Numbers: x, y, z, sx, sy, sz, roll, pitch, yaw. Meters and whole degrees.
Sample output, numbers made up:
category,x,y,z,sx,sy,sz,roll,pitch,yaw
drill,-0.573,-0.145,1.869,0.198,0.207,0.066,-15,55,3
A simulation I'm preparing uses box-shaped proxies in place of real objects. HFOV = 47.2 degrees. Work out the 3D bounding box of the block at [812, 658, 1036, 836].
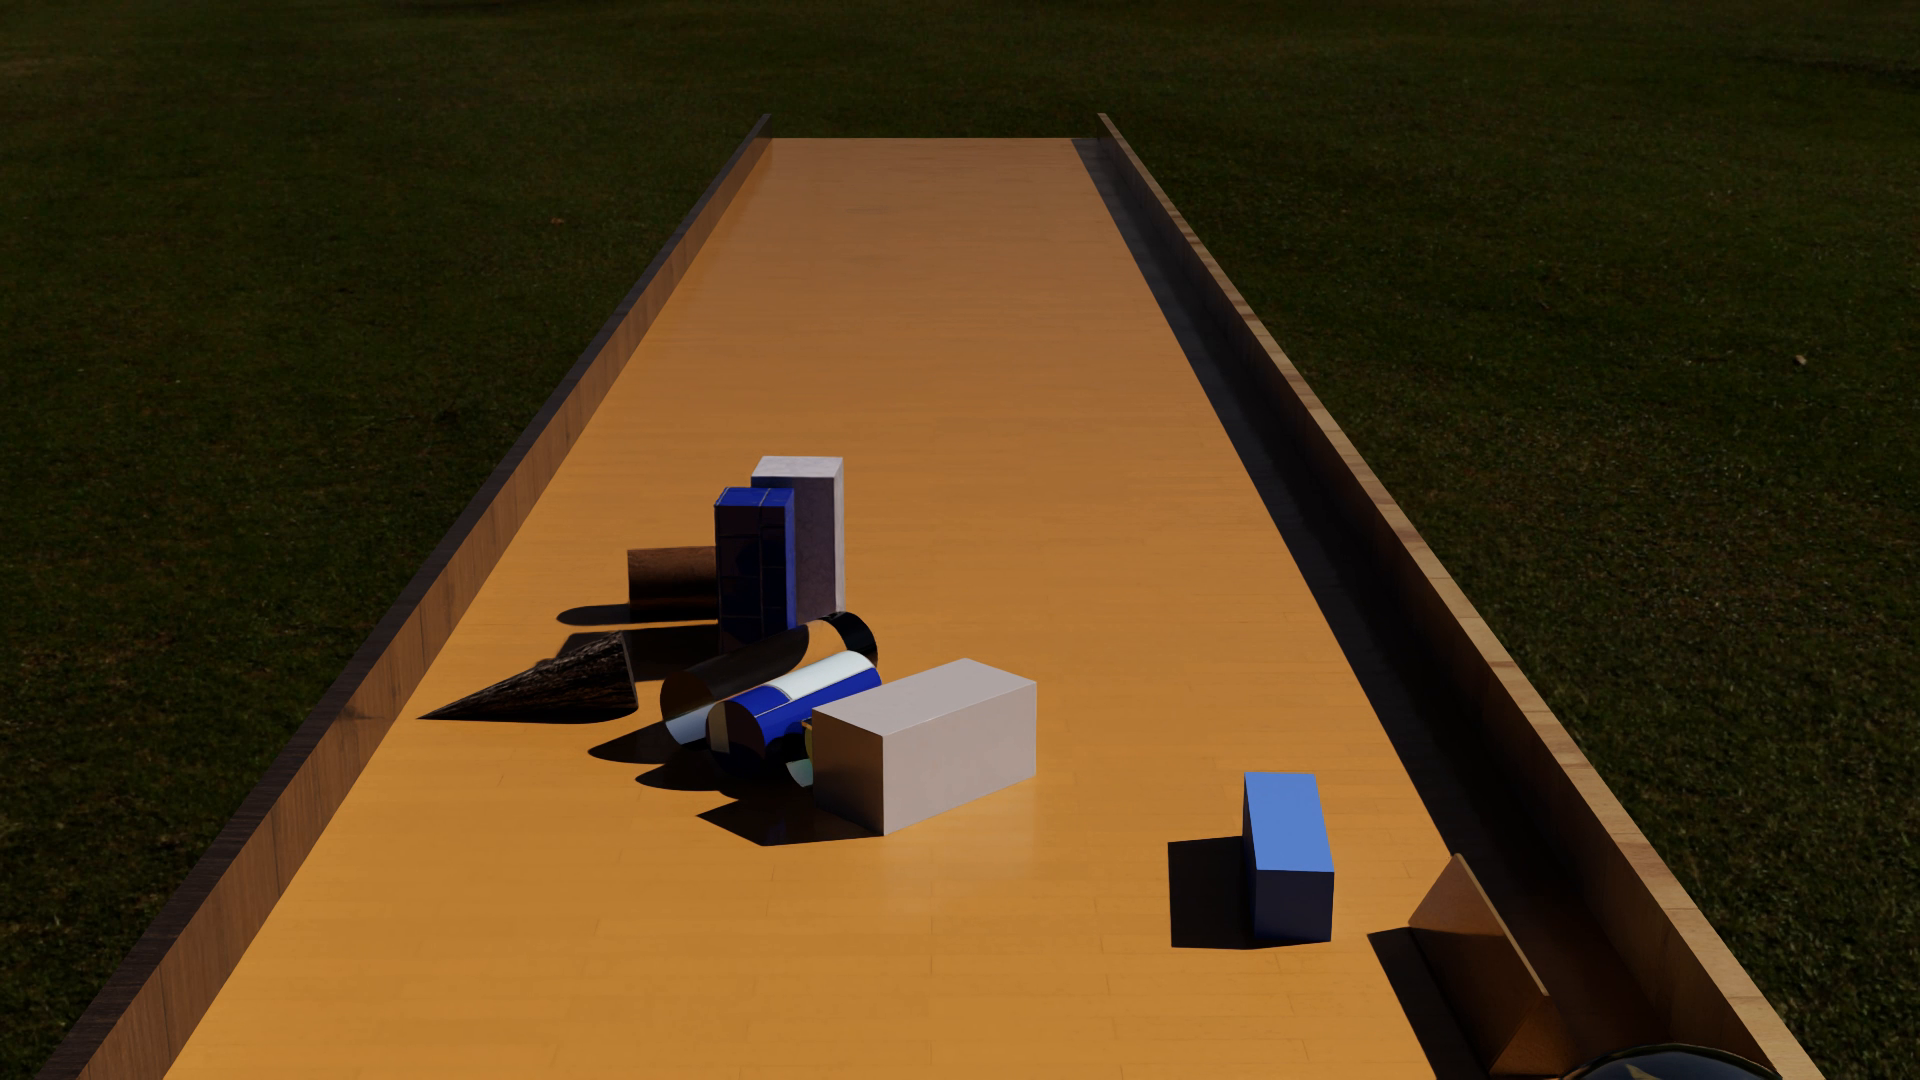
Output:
category,x,y,z,sx,sy,sz,roll,pitch,yaw
block,-0.058,0.347,3.753,0.360,0.175,0.175,-16,23,-42

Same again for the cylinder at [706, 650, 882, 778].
category,x,y,z,sx,sy,sz,roll,pitch,yaw
cylinder,-0.292,0.309,3.939,0.142,0.142,0.324,12,20,35

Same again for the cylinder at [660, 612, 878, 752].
category,x,y,z,sx,sy,sz,roll,pitch,yaw
cylinder,-0.350,0.258,4.097,0.150,0.150,0.432,13,21,37

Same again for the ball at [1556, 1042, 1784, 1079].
category,x,y,z,sx,sy,sz,roll,pitch,yaw
ball,0.728,0.699,2.224,0.372,0.372,0.372,0,17,0

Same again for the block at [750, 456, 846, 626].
category,x,y,z,sx,sy,sz,roll,pitch,yaw
block,-0.330,0.023,4.518,0.167,0.358,0.167,1,16,3

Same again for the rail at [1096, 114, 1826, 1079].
category,x,y,z,sx,sy,sz,roll,pitch,yaw
rail,0.932,-0.844,7.801,0.050,0.150,12.000,0,17,-1

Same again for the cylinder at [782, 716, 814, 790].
category,x,y,z,sx,sy,sz,roll,pitch,yaw
cylinder,-0.115,0.328,3.908,0.419,0.123,0.123,-16,23,-42

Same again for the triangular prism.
category,x,y,z,sx,sy,sz,roll,pitch,yaw
triangular prism,0.747,0.580,3.062,0.133,0.116,0.436,0,17,-3

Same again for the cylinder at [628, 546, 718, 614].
category,x,y,z,sx,sy,sz,roll,pitch,yaw
cylinder,-0.503,0.081,4.715,0.412,0.137,0.137,-3,17,-9

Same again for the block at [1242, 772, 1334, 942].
category,x,y,z,sx,sy,sz,roll,pitch,yaw
block,0.504,0.484,3.403,0.112,0.112,0.370,1,17,4

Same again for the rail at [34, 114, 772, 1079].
category,x,y,z,sx,sy,sz,roll,pitch,yaw
rail,-1.118,-0.838,7.780,0.050,0.150,12.000,0,17,-1

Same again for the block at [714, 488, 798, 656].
category,x,y,z,sx,sy,sz,roll,pitch,yaw
block,-0.404,0.076,4.378,0.138,0.337,0.138,1,16,4

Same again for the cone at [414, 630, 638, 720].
category,x,y,z,sx,sy,sz,roll,pitch,yaw
cone,-0.821,0.289,4.125,0.408,0.153,0.153,-13,18,-6
